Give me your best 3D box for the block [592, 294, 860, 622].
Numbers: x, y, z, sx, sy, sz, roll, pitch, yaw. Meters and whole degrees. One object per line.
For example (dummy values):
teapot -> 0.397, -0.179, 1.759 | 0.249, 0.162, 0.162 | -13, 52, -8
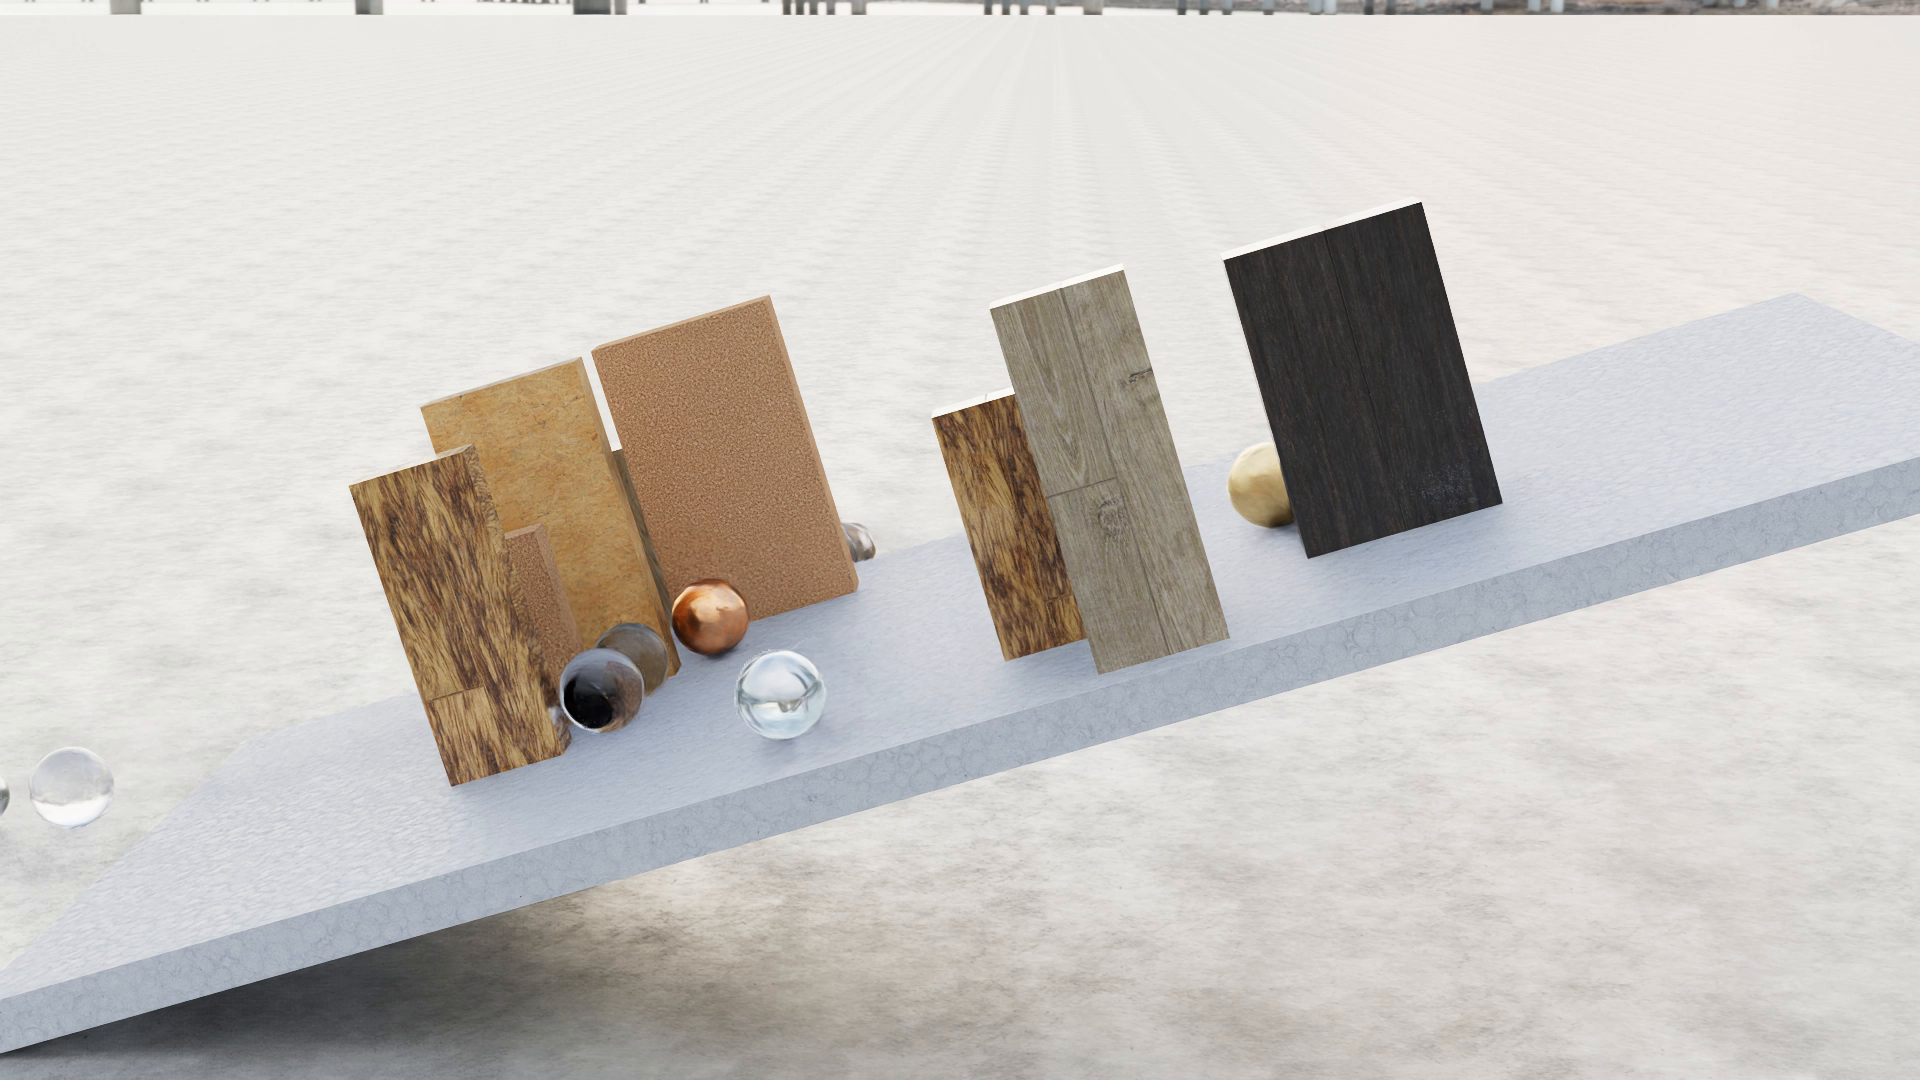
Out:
block -> -0.551, -0.170, 6.956 | 0.427, 0.721, 0.119 | -16, 10, 5

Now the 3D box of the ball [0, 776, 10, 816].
ball -> -2.344, 0.612, 7.027 | 0.140, 0.140, 0.140 | 0, 11, 0

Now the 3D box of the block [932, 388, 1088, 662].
block -> 0.224, -0.068, 5.742 | 0.430, 0.502, 0.110 | -16, 10, 5

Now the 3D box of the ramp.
ramp -> 0.092, 0.186, 6.318 | 4.000, 0.100, 2.000 | -16, 10, 5

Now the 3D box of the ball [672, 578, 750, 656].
ball -> -0.567, 0.175, 6.676 | 0.177, 0.177, 0.177 | 0, 11, 0

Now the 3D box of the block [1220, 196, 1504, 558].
block -> 0.795, -0.322, 5.840 | 0.399, 0.619, 0.140 | -16, 10, 5

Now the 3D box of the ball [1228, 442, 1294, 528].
ball -> 0.657, -0.117, 6.214 | 0.182, 0.182, 0.182 | 0, 11, 0

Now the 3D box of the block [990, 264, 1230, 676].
block -> 0.276, -0.129, 5.396 | 0.251, 0.705, 0.115 | -16, 10, 5

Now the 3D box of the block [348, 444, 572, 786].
block -> -1.039, 0.157, 6.140 | 0.248, 0.666, 0.120 | -16, 10, 5

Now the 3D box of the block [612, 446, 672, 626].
block -> -0.805, -0.001, 7.226 | 0.251, 0.456, 0.087 | -16, 10, 5

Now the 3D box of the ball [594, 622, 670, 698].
ball -> -0.724, 0.266, 6.451 | 0.171, 0.171, 0.171 | 0, 11, 0

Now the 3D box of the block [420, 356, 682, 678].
block -> -0.915, -0.004, 6.605 | 0.360, 0.739, 0.102 | -16, 10, 5

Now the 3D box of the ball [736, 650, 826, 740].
ball -> -0.344, 0.297, 5.643 | 0.172, 0.172, 0.172 | 0, 11, 0

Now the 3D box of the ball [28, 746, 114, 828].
ball -> -2.117, 0.589, 7.007 | 0.194, 0.194, 0.194 | 0, 11, 0

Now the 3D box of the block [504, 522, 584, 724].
block -> -1.003, 0.216, 6.437 | 0.312, 0.431, 0.104 | -16, 10, 5

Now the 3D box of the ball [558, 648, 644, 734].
ball -> -0.755, 0.317, 6.200 | 0.181, 0.181, 0.181 | 0, 11, 0

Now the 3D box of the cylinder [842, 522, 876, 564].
cylinder -> -0.307, 0.032, 7.493 | 0.130, 0.130, 0.130 | 8, 21, 35
